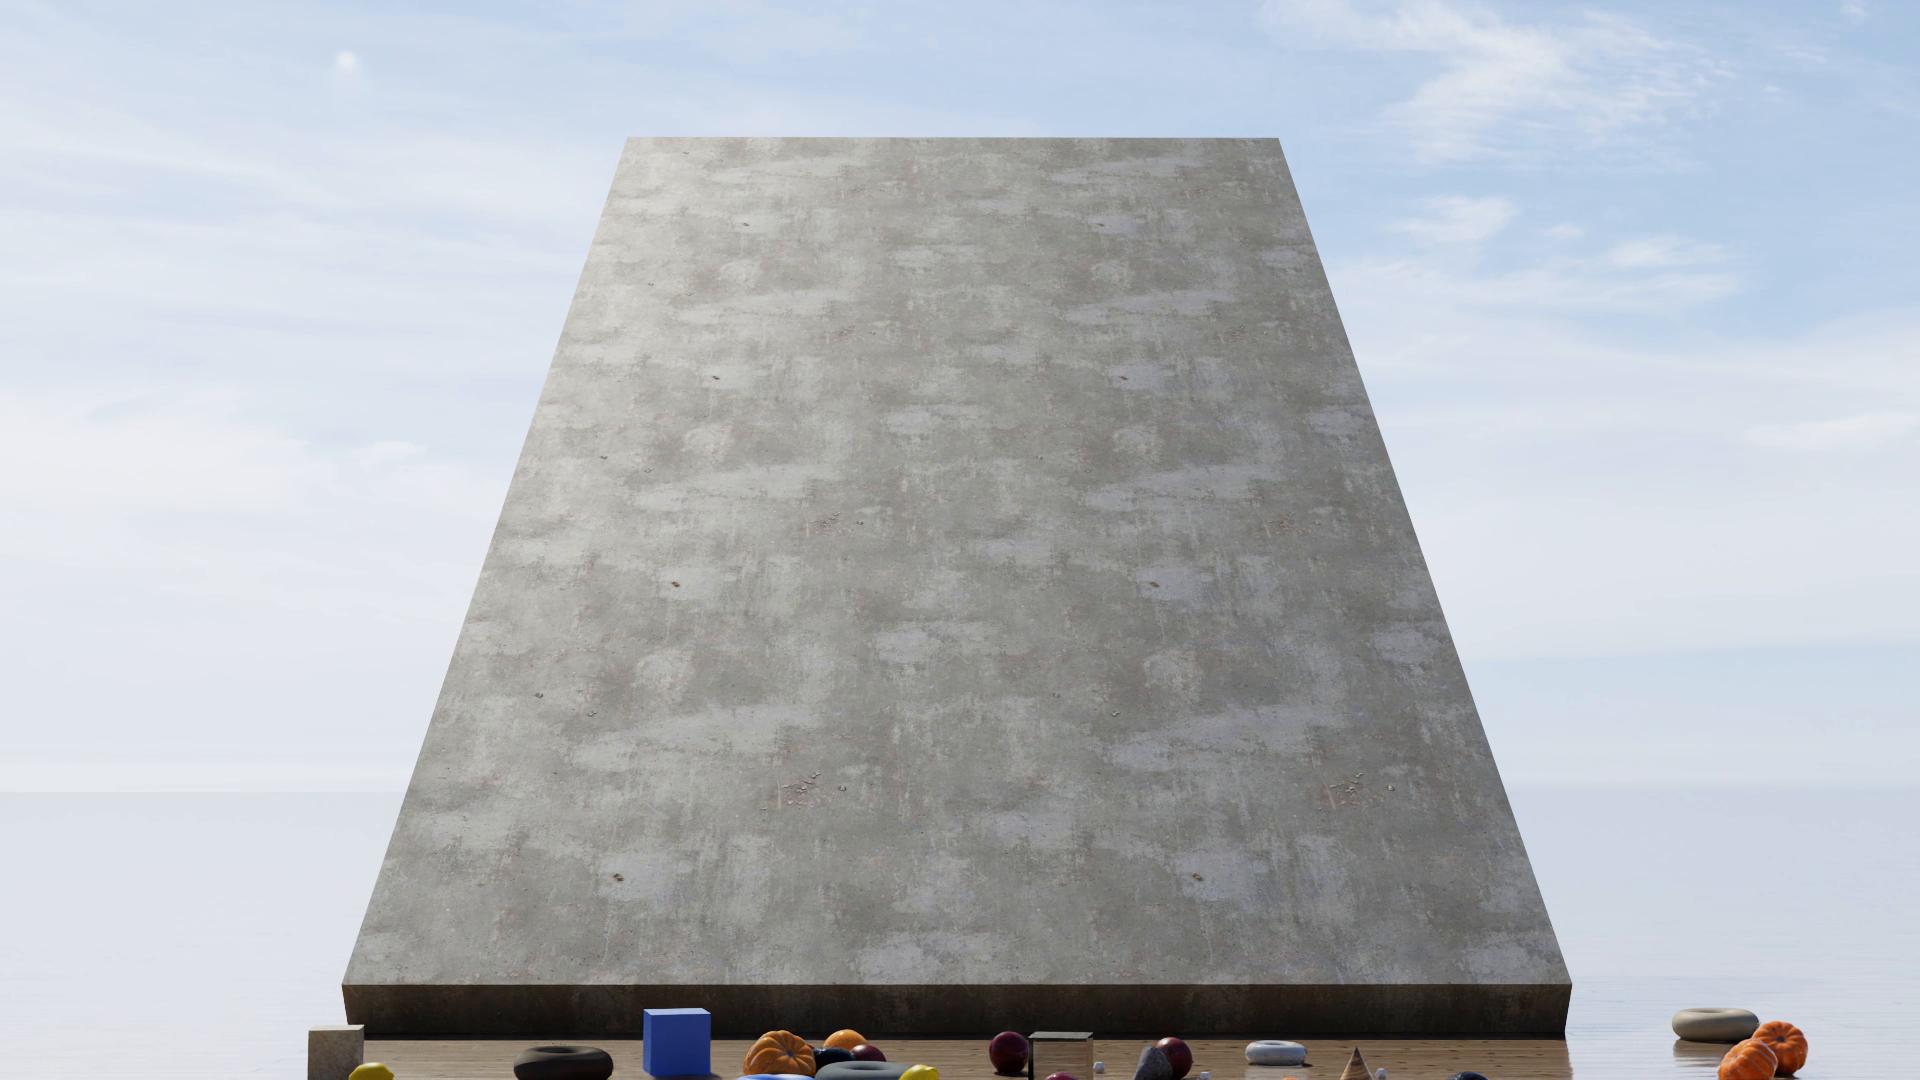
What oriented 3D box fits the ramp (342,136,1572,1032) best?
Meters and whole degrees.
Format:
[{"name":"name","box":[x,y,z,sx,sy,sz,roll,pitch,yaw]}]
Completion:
[{"name":"ramp","box":[-0.013,-0.215,5.676,2.000,0.100,4.000,0,29,0]}]

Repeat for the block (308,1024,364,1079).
[{"name":"block","box":[-0.867,0.712,3.343,0.068,0.068,0.068,1,-6,-8]}]

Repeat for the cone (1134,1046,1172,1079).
[{"name":"cone","box":[0.251,0.727,3.278,0.055,0.055,0.055,-32,15,-36]}]

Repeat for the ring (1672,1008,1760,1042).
[{"name":"ring","box":[1.211,0.776,3.855,0.136,0.045,0.136,-1,-6,0]}]

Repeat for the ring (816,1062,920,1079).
[{"name":"ring","box":[-0.118,0.697,3.082,0.139,0.046,0.139,1,-5,0]}]

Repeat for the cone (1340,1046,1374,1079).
[{"name":"cone","box":[0.480,0.657,2.907,0.090,0.090,0.090,0,-6,0]}]

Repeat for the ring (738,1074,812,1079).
[{"name":"ring","box":[-0.233,0.695,3.025,0.116,0.039,0.116,0,-7,0]}]

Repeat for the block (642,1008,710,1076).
[{"name":"block","box":[-0.402,0.712,3.414,0.084,0.084,0.084,2,-6,-15]}]

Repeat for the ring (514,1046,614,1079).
[{"name":"ring","box":[-0.541,0.718,3.284,0.135,0.045,0.135,1,-5,0]}]

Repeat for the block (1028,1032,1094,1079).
[{"name":"block","box":[0.133,0.690,3.163,0.077,0.077,0.077,-1,-6,10]}]

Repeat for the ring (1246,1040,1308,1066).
[{"name":"ring","box":[0.461,0.748,3.504,0.091,0.030,0.091,1,-5,0]}]
